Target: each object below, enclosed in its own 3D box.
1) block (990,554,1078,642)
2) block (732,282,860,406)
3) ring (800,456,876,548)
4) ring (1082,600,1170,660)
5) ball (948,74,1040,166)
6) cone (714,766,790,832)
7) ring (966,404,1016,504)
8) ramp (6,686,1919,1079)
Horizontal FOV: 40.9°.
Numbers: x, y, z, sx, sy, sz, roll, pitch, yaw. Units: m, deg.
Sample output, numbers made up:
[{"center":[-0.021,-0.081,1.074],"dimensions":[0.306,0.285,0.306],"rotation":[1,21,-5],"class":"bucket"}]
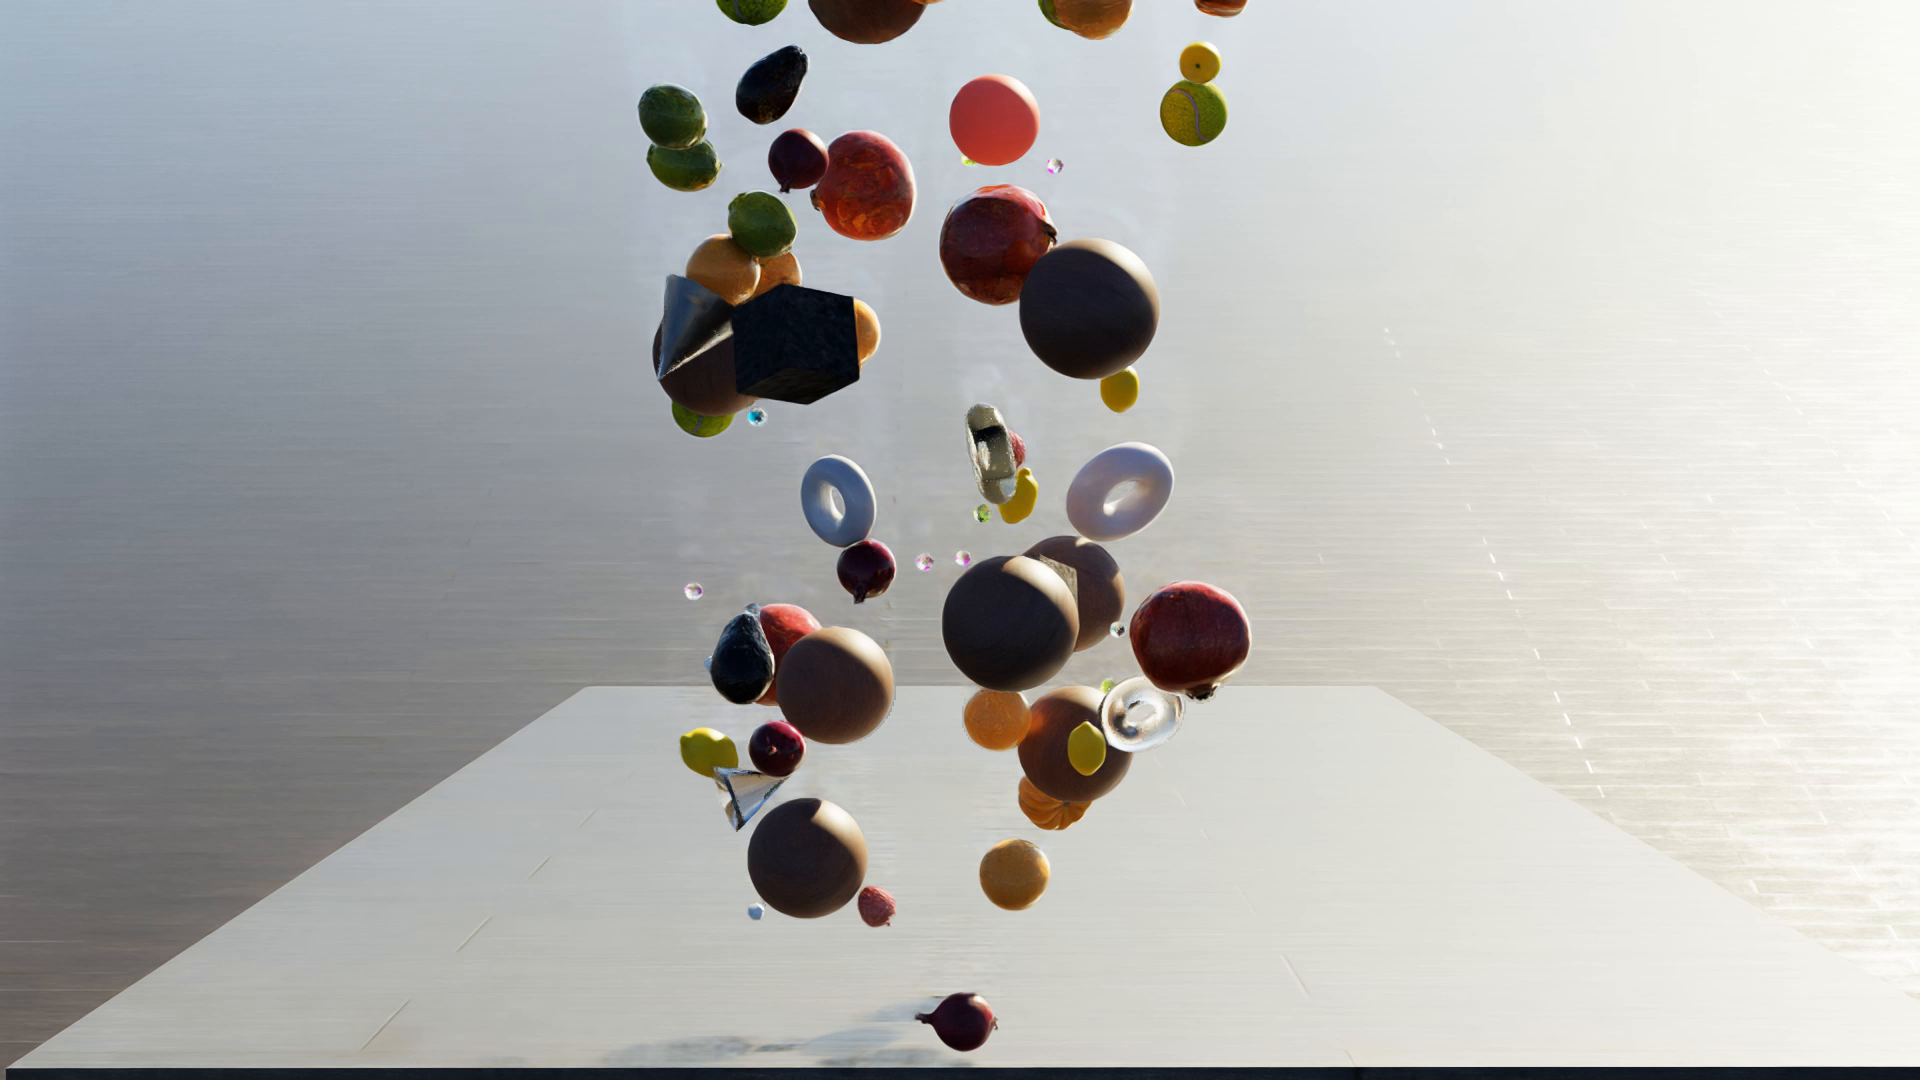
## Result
[{"center":[0.076,0.060,2.634],"dimensions":[0.064,0.064,0.064],"rotation":[-16,-25,36],"class":"block"},{"center":[-0.149,-0.176,2.326],"dimensions":[0.079,0.079,0.079],"rotation":[8,-20,-39],"class":"block"},{"center":[-0.123,-0.039,2.602],"dimensions":[0.096,0.096,0.032],"rotation":[21,28,39],"class":"ring"},{"center":[0.176,0.094,2.728],"dimensions":[0.095,0.032,0.095],"rotation":[8,28,-4],"class":"ring"},{"center":[0.034,-0.420,2.577],"dimensions":[0.092,0.092,0.092],"rotation":[0,24,0],"class":"ball"},{"center":[-0.210,0.257,2.679],"dimensions":[0.072,0.072,0.072],"rotation":[-19,28,-16],"class":"cone"},{"center":[0.029,-0.082,2.442],"dimensions":[0.033,0.098,0.098],"rotation":[-13,25,-6],"class":"ring"},{"center":[0.055,0.496,4.544],"dimensions":[2.000,0.100,4.000],"rotation":[0,2,0],"class":"ramp"}]
